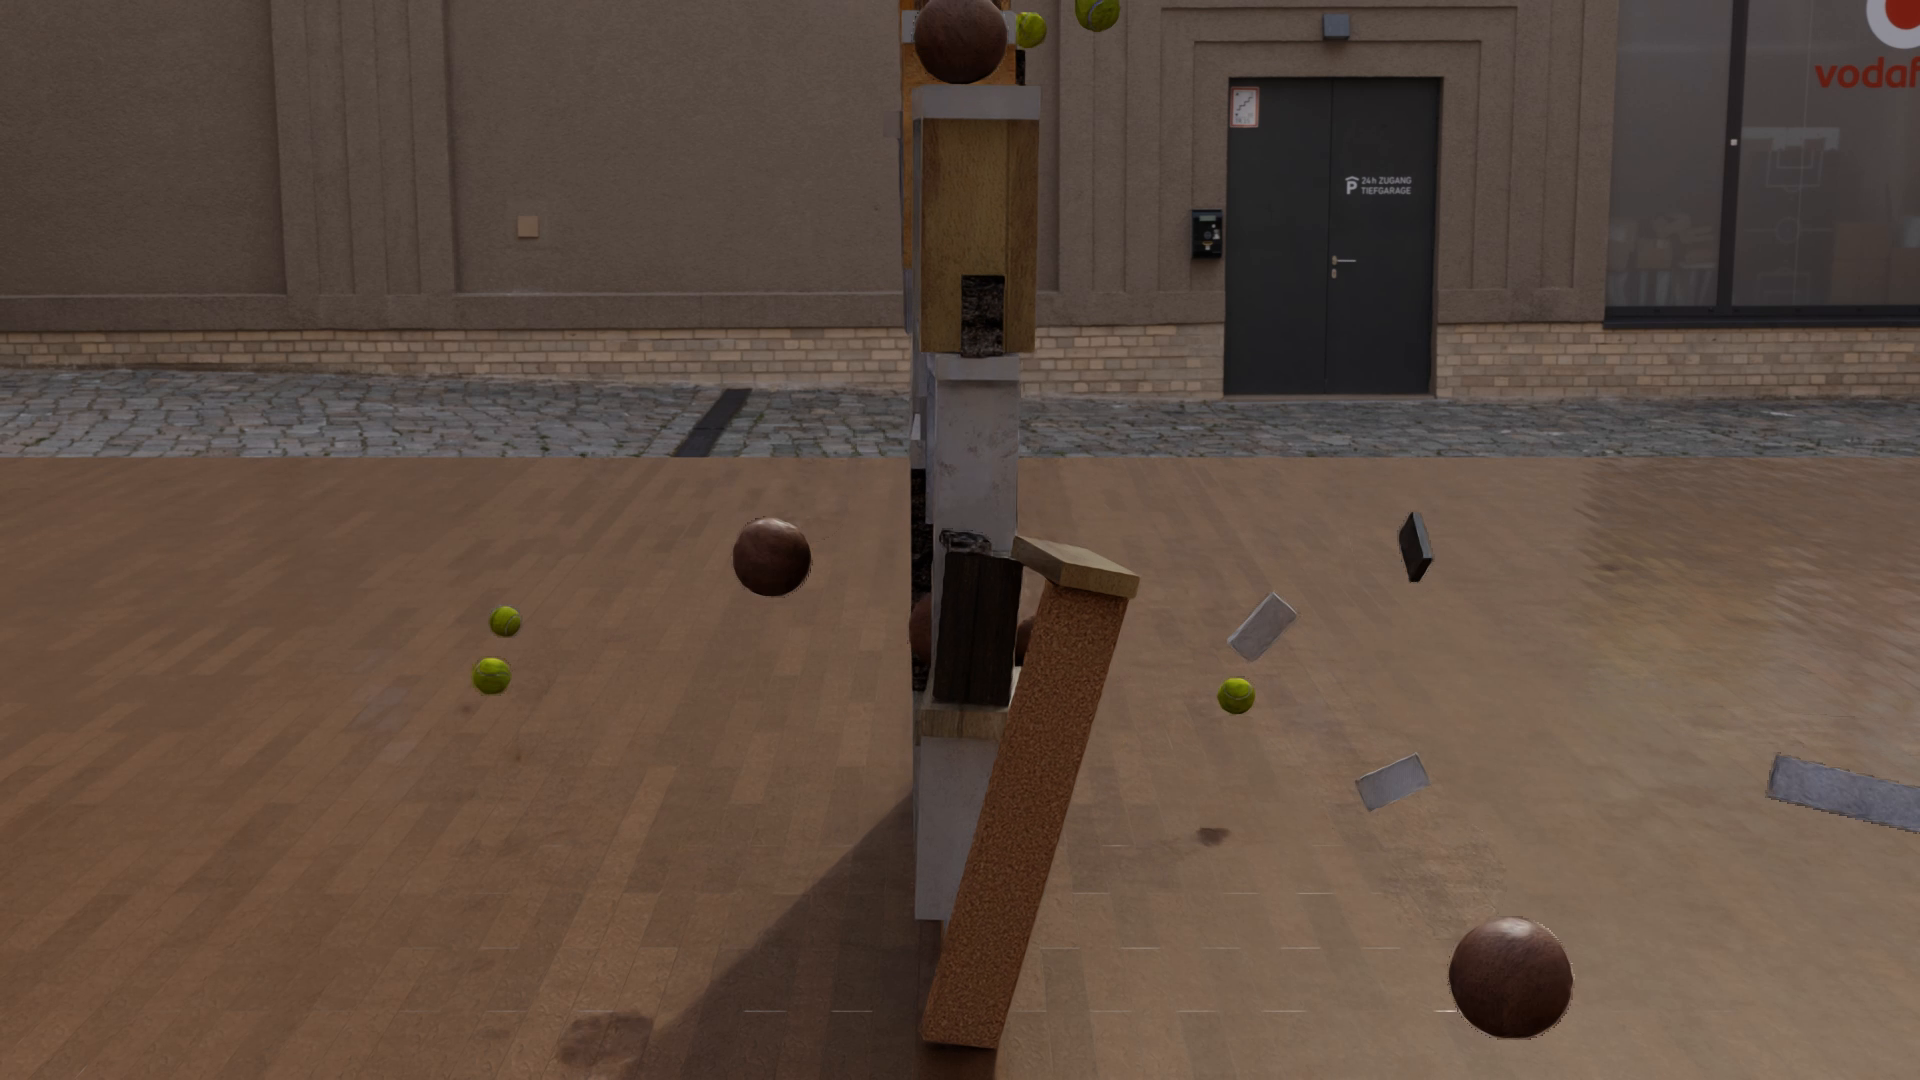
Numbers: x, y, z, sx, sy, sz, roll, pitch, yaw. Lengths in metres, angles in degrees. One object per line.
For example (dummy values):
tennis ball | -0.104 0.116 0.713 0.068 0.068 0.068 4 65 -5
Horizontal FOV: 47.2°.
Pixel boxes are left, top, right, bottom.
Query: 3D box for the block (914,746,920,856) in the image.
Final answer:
block | 0.001 0.461 3.566 0.145 0.291 0.041 0 11 0

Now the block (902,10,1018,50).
block | 0.004 -0.820 3.550 0.174 0.049 0.347 1 11 2

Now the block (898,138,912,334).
block | -0.017 -0.533 3.840 0.168 0.336 0.048 -3 11 -7

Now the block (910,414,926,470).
block | 0.005 -0.170 3.732 0.170 0.048 0.339 0 11 0

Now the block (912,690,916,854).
block | 0.000 0.389 3.859 0.163 0.326 0.046 0 11 0

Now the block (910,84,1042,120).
block | 0.019 -0.635 3.201 0.163 0.046 0.326 0 10 -5

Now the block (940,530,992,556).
block | 0.008 0.003 3.056 0.057 0.016 0.114 6 6 -8

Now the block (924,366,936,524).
block | 0.008 -0.141 3.285 0.117 0.234 0.033 0 12 -5

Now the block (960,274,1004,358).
block | 0.031 -0.312 3.053 0.057 0.114 0.016 0 17 -5

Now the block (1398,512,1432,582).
block | 0.670 0.011 3.239 0.014 0.050 0.099 11 41 -12

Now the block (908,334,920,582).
block | -0.008 -0.125 4.118 0.168 1.240 0.048 -2 12 -8

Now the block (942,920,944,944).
block | 0.002 0.604 3.270 0.059 0.119 0.017 0 11 0

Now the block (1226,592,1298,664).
block | 0.442 0.129 3.216 0.050 0.099 0.014 39 12 -13

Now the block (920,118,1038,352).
block | 0.026 -0.431 3.122 0.163 0.326 0.046 0 9 -4

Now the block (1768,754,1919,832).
block | 1.275 0.361 3.004 0.352 0.057 0.016 14 -4 -6

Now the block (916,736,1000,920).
block | 0.010 0.406 3.143 0.139 0.280 0.039 2 12 2

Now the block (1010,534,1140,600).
block | 0.152 0.035 2.948 0.108 0.030 0.215 11 6 -17

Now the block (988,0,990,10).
block | 0.001 -0.922 3.468 0.091 0.182 0.026 1 11 2

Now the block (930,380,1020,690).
block | 0.020 -0.007 3.147 0.117 0.450 0.033 0 11 -5

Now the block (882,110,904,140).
block | -0.038 -0.742 3.911 0.168 0.048 0.336 -3 11 -6

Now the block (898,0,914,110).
block | -0.029 -0.971 3.763 0.157 0.458 0.044 -3 9 -6

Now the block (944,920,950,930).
block | 0.011 0.542 3.217 0.059 0.017 0.119 3 12 4

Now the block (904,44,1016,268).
block | -0.001 -0.604 3.471 0.174 0.347 0.049 1 11 1

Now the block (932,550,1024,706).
block | 0.026 0.121 3.083 0.108 0.215 0.030 7 16 5

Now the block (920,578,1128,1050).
block | 0.083 0.378 2.964 0.108 0.670 0.030 11 15 -17

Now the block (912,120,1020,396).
block | 0.009 -0.428 3.354 0.163 0.415 0.046 0 11 -4

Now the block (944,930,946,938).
block | 0.005 0.617 3.193 0.059 0.119 0.017 3 12 4

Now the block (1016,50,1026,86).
block | 0.021 -0.646 3.698 0.174 0.347 0.049 1 10 3

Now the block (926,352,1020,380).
block | 0.017 -0.259 3.181 0.117 0.033 0.234 0 10 -4

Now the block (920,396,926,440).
block | -0.003 -0.283 3.549 0.121 0.242 0.034 0 11 0

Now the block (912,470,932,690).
block | 0.005 0.061 3.660 0.170 0.379 0.048 0 11 0

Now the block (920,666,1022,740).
block | 0.019 0.233 3.200 0.139 0.039 0.277 2 11 2

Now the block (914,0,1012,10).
block | 0.005 -1.003 3.541 0.157 0.313 0.044 1 11 3

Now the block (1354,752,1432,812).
block | 0.629 0.352 3.194 0.099 0.050 0.014 -26 -4 11

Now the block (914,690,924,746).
block | 0.001 0.280 3.631 0.145 0.041 0.291 0 11 0

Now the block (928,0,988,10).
block | -0.003 -0.900 3.347 0.091 0.182 0.026 1 12 2
